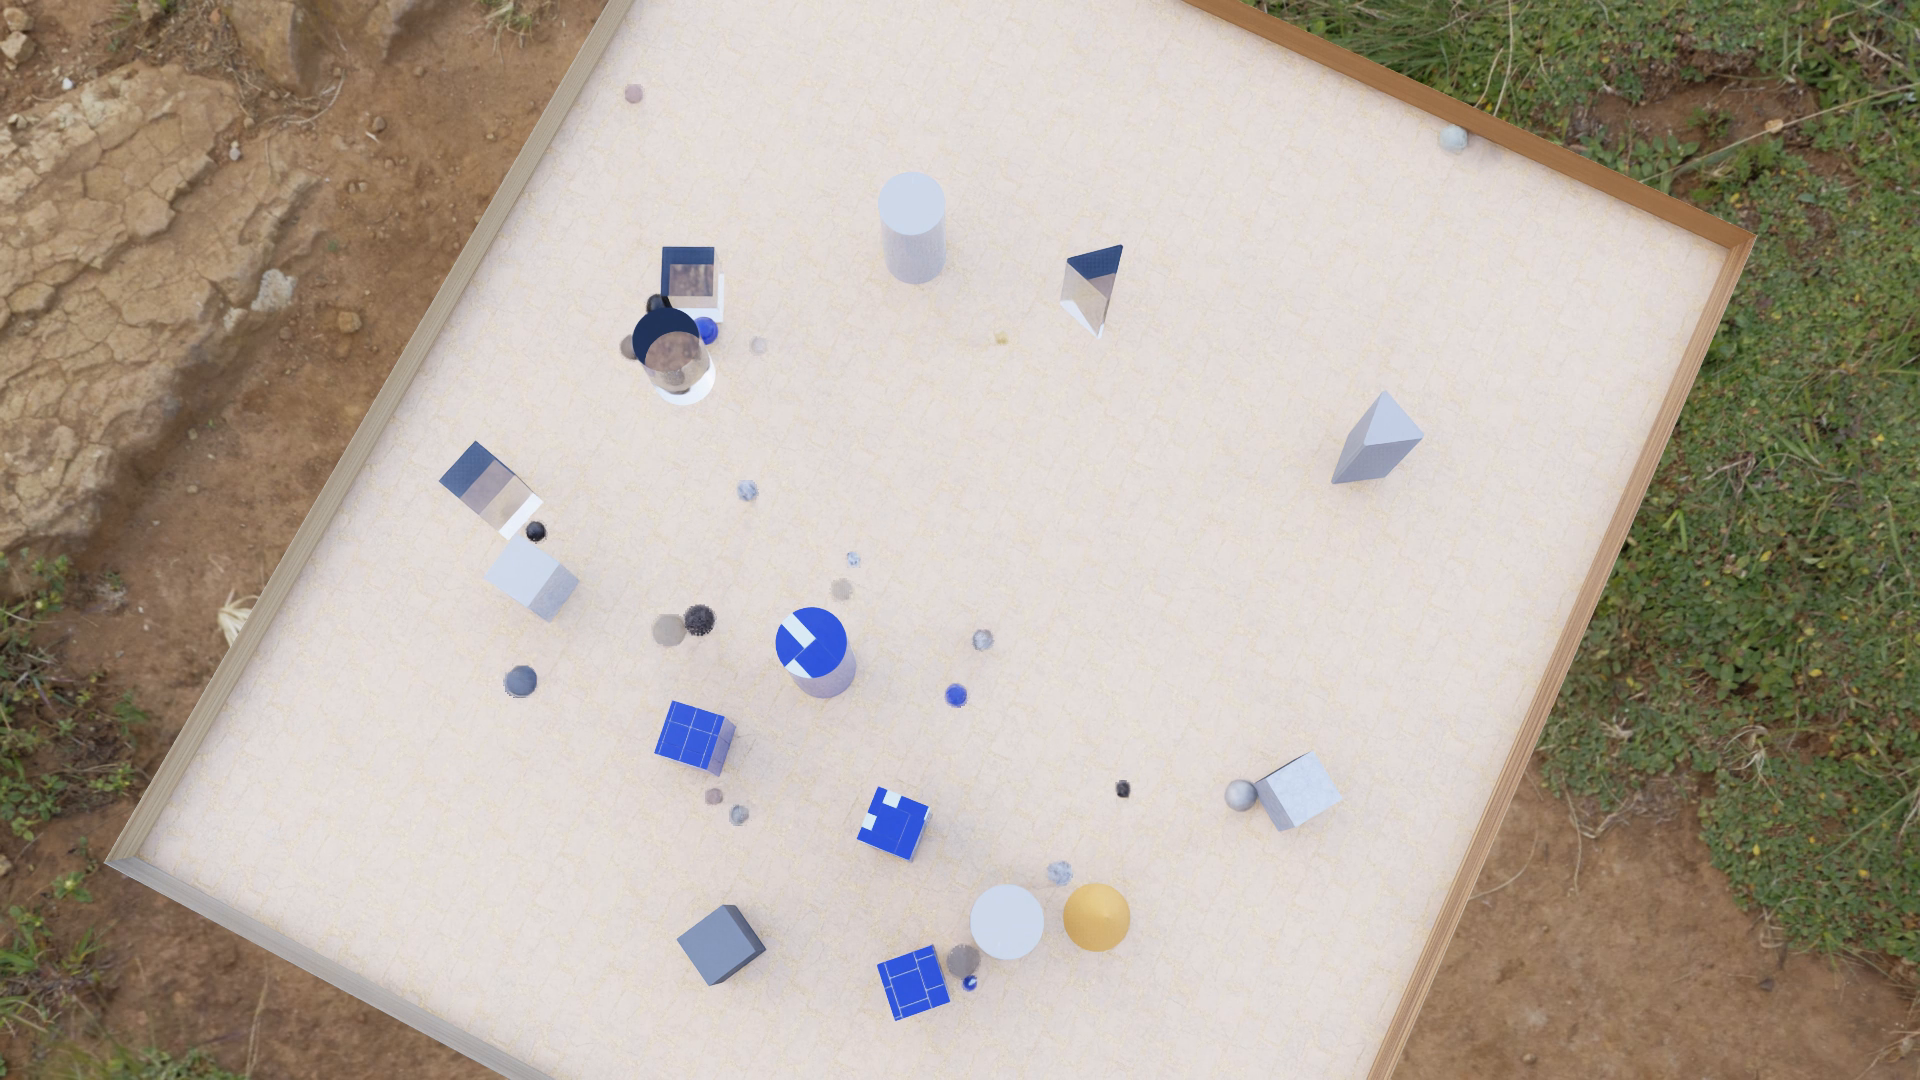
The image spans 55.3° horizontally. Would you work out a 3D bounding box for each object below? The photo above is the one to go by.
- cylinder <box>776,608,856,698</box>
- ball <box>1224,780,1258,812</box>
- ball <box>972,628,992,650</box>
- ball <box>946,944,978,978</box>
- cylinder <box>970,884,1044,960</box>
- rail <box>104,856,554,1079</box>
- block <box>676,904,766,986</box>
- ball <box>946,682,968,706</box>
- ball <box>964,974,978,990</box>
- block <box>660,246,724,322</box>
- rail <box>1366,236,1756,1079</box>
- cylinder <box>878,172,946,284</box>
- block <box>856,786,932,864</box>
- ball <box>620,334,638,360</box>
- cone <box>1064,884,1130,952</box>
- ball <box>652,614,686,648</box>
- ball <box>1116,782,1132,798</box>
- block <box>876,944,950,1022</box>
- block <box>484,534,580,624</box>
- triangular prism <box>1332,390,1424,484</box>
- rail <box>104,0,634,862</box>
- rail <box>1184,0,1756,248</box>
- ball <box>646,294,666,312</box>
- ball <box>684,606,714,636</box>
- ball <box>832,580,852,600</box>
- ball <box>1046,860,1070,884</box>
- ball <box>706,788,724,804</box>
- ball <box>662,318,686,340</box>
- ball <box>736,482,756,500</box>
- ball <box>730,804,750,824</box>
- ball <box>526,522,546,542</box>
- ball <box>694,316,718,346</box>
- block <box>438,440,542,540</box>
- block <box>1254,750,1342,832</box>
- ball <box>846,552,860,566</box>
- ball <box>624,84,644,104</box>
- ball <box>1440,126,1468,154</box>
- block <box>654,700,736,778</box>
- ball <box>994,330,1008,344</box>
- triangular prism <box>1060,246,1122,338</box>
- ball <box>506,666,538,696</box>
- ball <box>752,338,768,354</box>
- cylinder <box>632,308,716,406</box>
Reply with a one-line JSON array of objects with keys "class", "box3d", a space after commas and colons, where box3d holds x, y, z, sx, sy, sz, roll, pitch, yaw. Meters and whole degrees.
[{"class": "cylinder", "box3d": [-0.412, 0.332, 5.302, 0.198, 0.482, 0.198, 0, 78, 0]}, {"class": "ball", "box3d": [0.829, 0.755, 5.411, 0.096, 0.096, 0.096, 0, 78, 0]}, {"class": "ball", "box3d": [0.068, 0.299, 5.523, 0.062, 0.062, 0.062, 0, 78, 0]}, {"class": "ball", "box3d": [0.008, 1.220, 5.316, 0.094, 0.094, 0.094, 0, 78, 0]}, {"class": "cylinder", "box3d": [0.126, 1.073, 5.150, 0.198, 0.478, 0.198, 0, 78, 0]}, {"class": "rail", "box3d": [-0.867, 1.705, 5.197, 3.567, 0.129, 0.045, 26, 80, 5]}, {"class": "block", "box3d": [-0.677, 1.154, 5.226, 0.159, 0.298, 0.159, -36, 81, -7]}, {"class": "ball", "box3d": [-0.011, 0.461, 5.487, 0.066, 0.066, 0.066, 0, 78, 0]}, {"class": "ball", "box3d": [0.031, 1.285, 5.329, 0.042, 0.042, 0.042, 0, 78, 0]}, {"class": "block", "box3d": [-0.824, -0.788, 5.657, 0.159, 0.240, 0.159, 0, 78, 0]}, {"class": "rail", "box3d": [1.574, 0.778, 5.389, 0.045, 0.129, 3.926, 26, 80, 5]}, {"class": "cylinder", "box3d": [-0.142, -0.947, 5.595, 0.198, 0.426, 0.198, 0, 78, 0]}, {"class": "block", "box3d": [-0.186, 0.825, 5.287, 0.159, 0.311, 0.159, 21, 79, 4]}, {"class": "ball", "box3d": [-1.016, -0.599, 5.700, 0.080, 0.080, 0.080, 0, 78, 0]}, {"class": "cone", "box3d": [0.402, 1.068, 5.190, 0.198, 0.402, 0.198, 0, 78, 0]}, {"class": "ball", "box3d": [-0.873, 0.274, 5.509, 0.099, 0.099, 0.099, 0, 78, 0]}, {"class": "ball", "box3d": [0.485, 0.742, 5.439, 0.047, 0.047, 0.047, 0, 78, 0]}, {"class": "block", "box3d": [-0.127, 1.245, 5.171, 0.159, 0.368, 0.159, -19, 79, -4]}, {"class": "block", "box3d": [-1.268, 0.117, 5.444, 0.159, 0.291, 0.159, 33, 80, 6]}, {"class": "triangular prism", "box3d": [1.220, -0.306, 5.438, 0.172, 0.473, 0.149, -8, 78, -2]}, {"class": "rail", "box3d": [-1.574, -0.764, 5.708, 0.045, 0.129, 3.926, 26, 80, 5]}, {"class": "rail", "box3d": [0.867, -1.692, 5.900, 3.567, 0.129, 0.045, 26, 80, 5]}, {"class": "ball", "box3d": [-0.943, -0.729, 5.727, 0.078, 0.078, 0.078, 0, 78, 0]}, {"class": "ball", "box3d": [-0.784, 0.244, 5.520, 0.090, 0.090, 0.090, 0, 78, 0]}, {"class": "ball", "box3d": [-0.357, 0.153, 5.553, 0.062, 0.062, 0.062, 0, 78, 0]}, {"class": "ball", "box3d": [0.289, 0.976, 5.379, 0.070, 0.070, 0.070, 0, 78, 0]}, {"class": "ball", "box3d": [-0.727, 0.761, 5.434, 0.049, 0.049, 0.049, 0, 78, 0]}, {"class": "ball", "box3d": [-0.893, -0.658, 5.716, 0.073, 0.073, 0.073, 0, 78, 0]}, {"class": "ball", "box3d": [-0.655, -0.149, 5.617, 0.060, 0.060, 0.060, 0, 78, 0]}, {"class": "ball", "box3d": [-0.652, 0.811, 5.420, 0.057, 0.057, 0.057, 0, 78, 0]}, {"class": "ball", "box3d": [-1.294, -0.026, 5.590, 0.063, 0.063, 0.063, 0, 78, 0]}, {"class": "ball", "box3d": [-0.797, -0.651, 5.706, 0.090, 0.090, 0.090, 0, 78, 0]}, {"class": "block", "box3d": [-1.394, -0.144, 5.464, 0.159, 0.357, 0.159, 39, 81, 7]}, {"class": "block", "box3d": [0.974, 0.732, 5.321, 0.159, 0.283, 0.159, -30, 80, -6]}, {"class": "ball", "box3d": [-0.325, 0.057, 5.582, 0.046, 0.046, 0.046, 0, 78, 0]}, {"class": "ball", "box3d": [-1.047, -1.429, 5.881, 0.061, 0.061, 0.061, 0, 78, 0]}, {"class": "ball", "box3d": [1.573, -1.274, 5.836, 0.087, 0.087, 0.087, 0, 78, 0]}, {"class": "block", "box3d": [-0.770, 0.583, 5.354, 0.159, 0.278, 0.159, 17, 79, 3]}, {"class": "ball", "box3d": [0.129, -0.633, 5.727, 0.041, 0.041, 0.041, 0, 78, 0]}, {"class": "triangular prism", "box3d": [0.427, -0.780, 5.584, 0.172, 0.381, 0.149, 44, 82, 8]}, {"class": "ball", "box3d": [-1.311, 0.421, 5.482, 0.093, 0.093, 0.093, 0, 78, 0]}, {"class": "ball", "box3d": [-0.626, -0.605, 5.715, 0.052, 0.052, 0.052, 0, 78, 0]}, {"class": "cylinder", "box3d": [-0.863, -0.552, 5.550, 0.198, 0.354, 0.198, 0, 78, 0]}]
